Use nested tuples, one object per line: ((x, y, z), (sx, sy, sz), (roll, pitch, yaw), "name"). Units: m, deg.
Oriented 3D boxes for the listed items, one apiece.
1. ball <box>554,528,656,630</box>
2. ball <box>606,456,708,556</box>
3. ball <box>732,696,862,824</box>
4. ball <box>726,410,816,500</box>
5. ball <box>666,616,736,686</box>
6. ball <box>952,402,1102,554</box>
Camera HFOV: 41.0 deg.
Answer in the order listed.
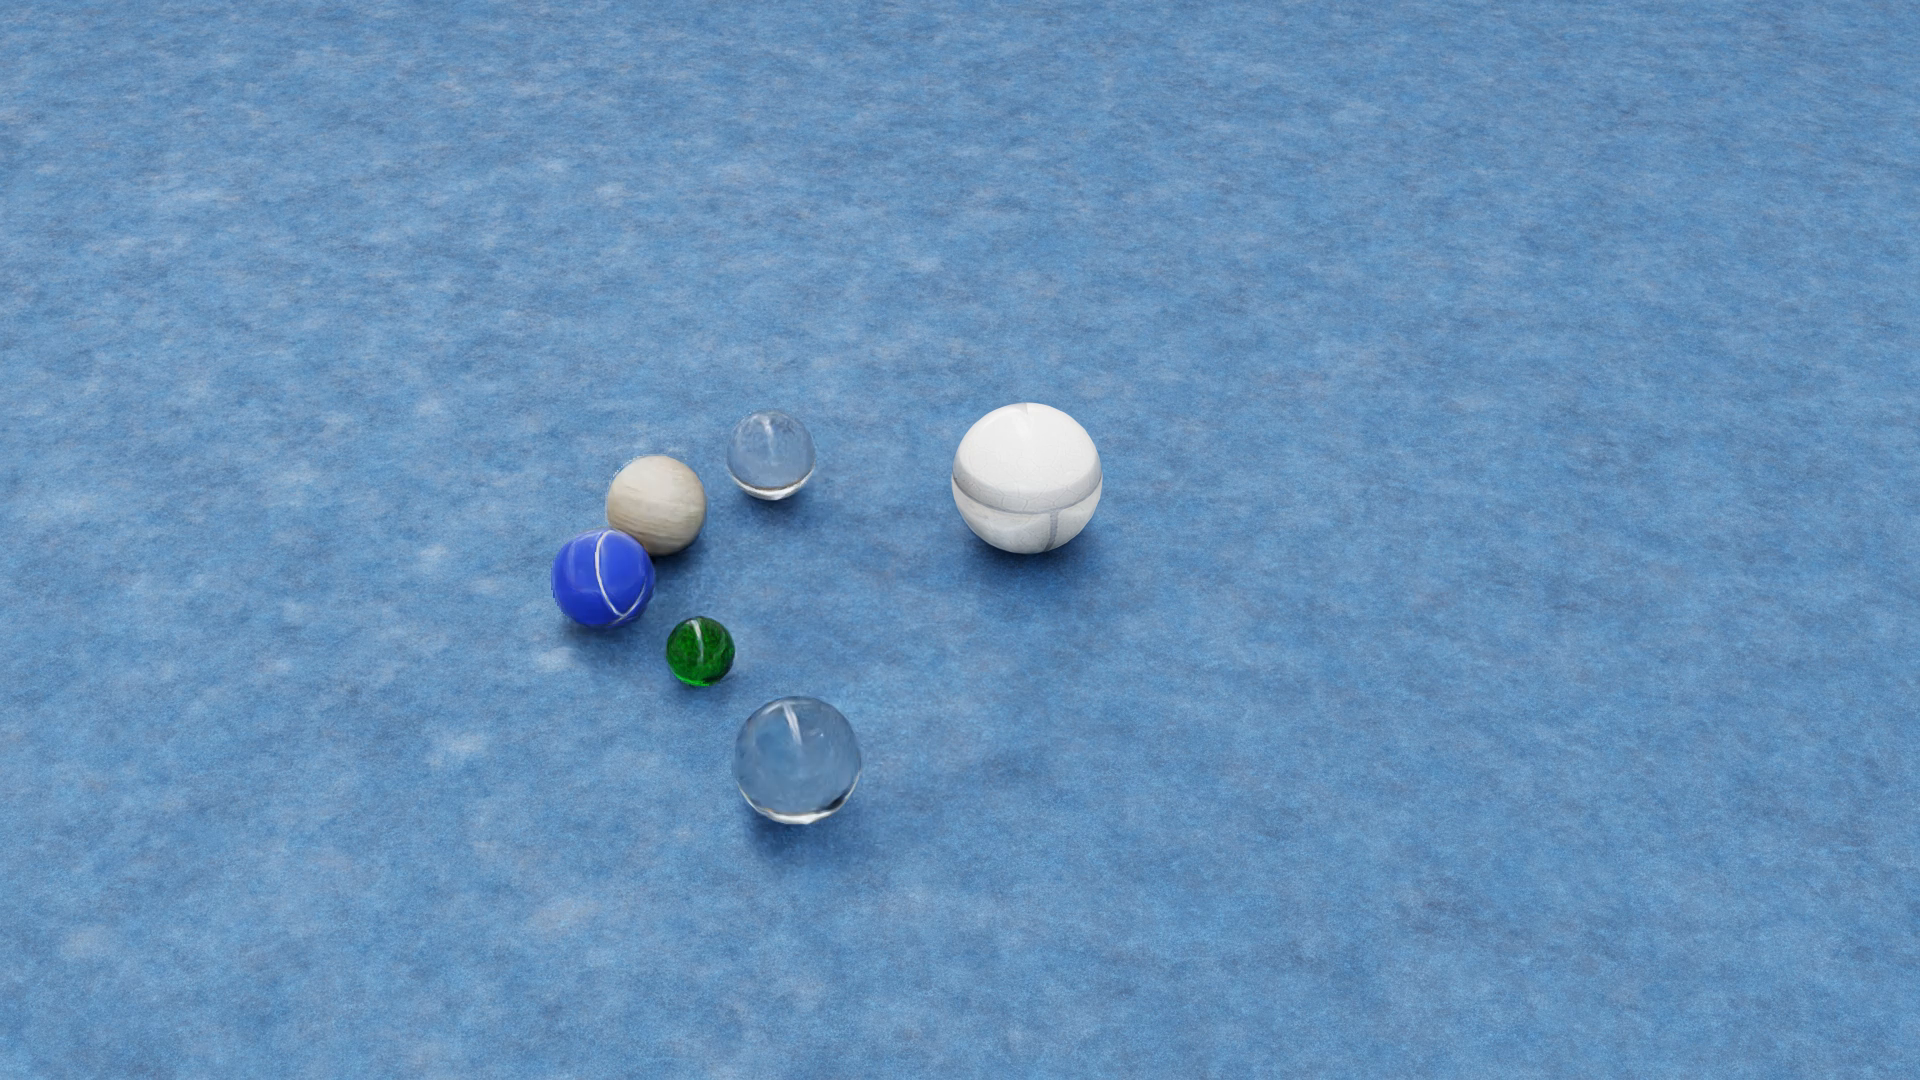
((-0.211, 0.023, 1.523), (0.060, 0.060, 0.060), (0, 37, 0), "ball")
((-0.187, -0.021, 1.580), (0.062, 0.062, 0.062), (0, 37, 0), "ball")
((-0.088, 0.119, 1.386), (0.070, 0.070, 0.070), (0, 37, 0), "ball")
((-0.120, -0.054, 1.628), (0.057, 0.057, 0.057), (0, 37, 0), "ball")
((-0.150, 0.065, 1.484), (0.040, 0.040, 0.040), (0, 37, 0), "ball")
((0.041, -0.038, 1.577), (0.093, 0.093, 0.093), (0, 37, 0), "ball")
